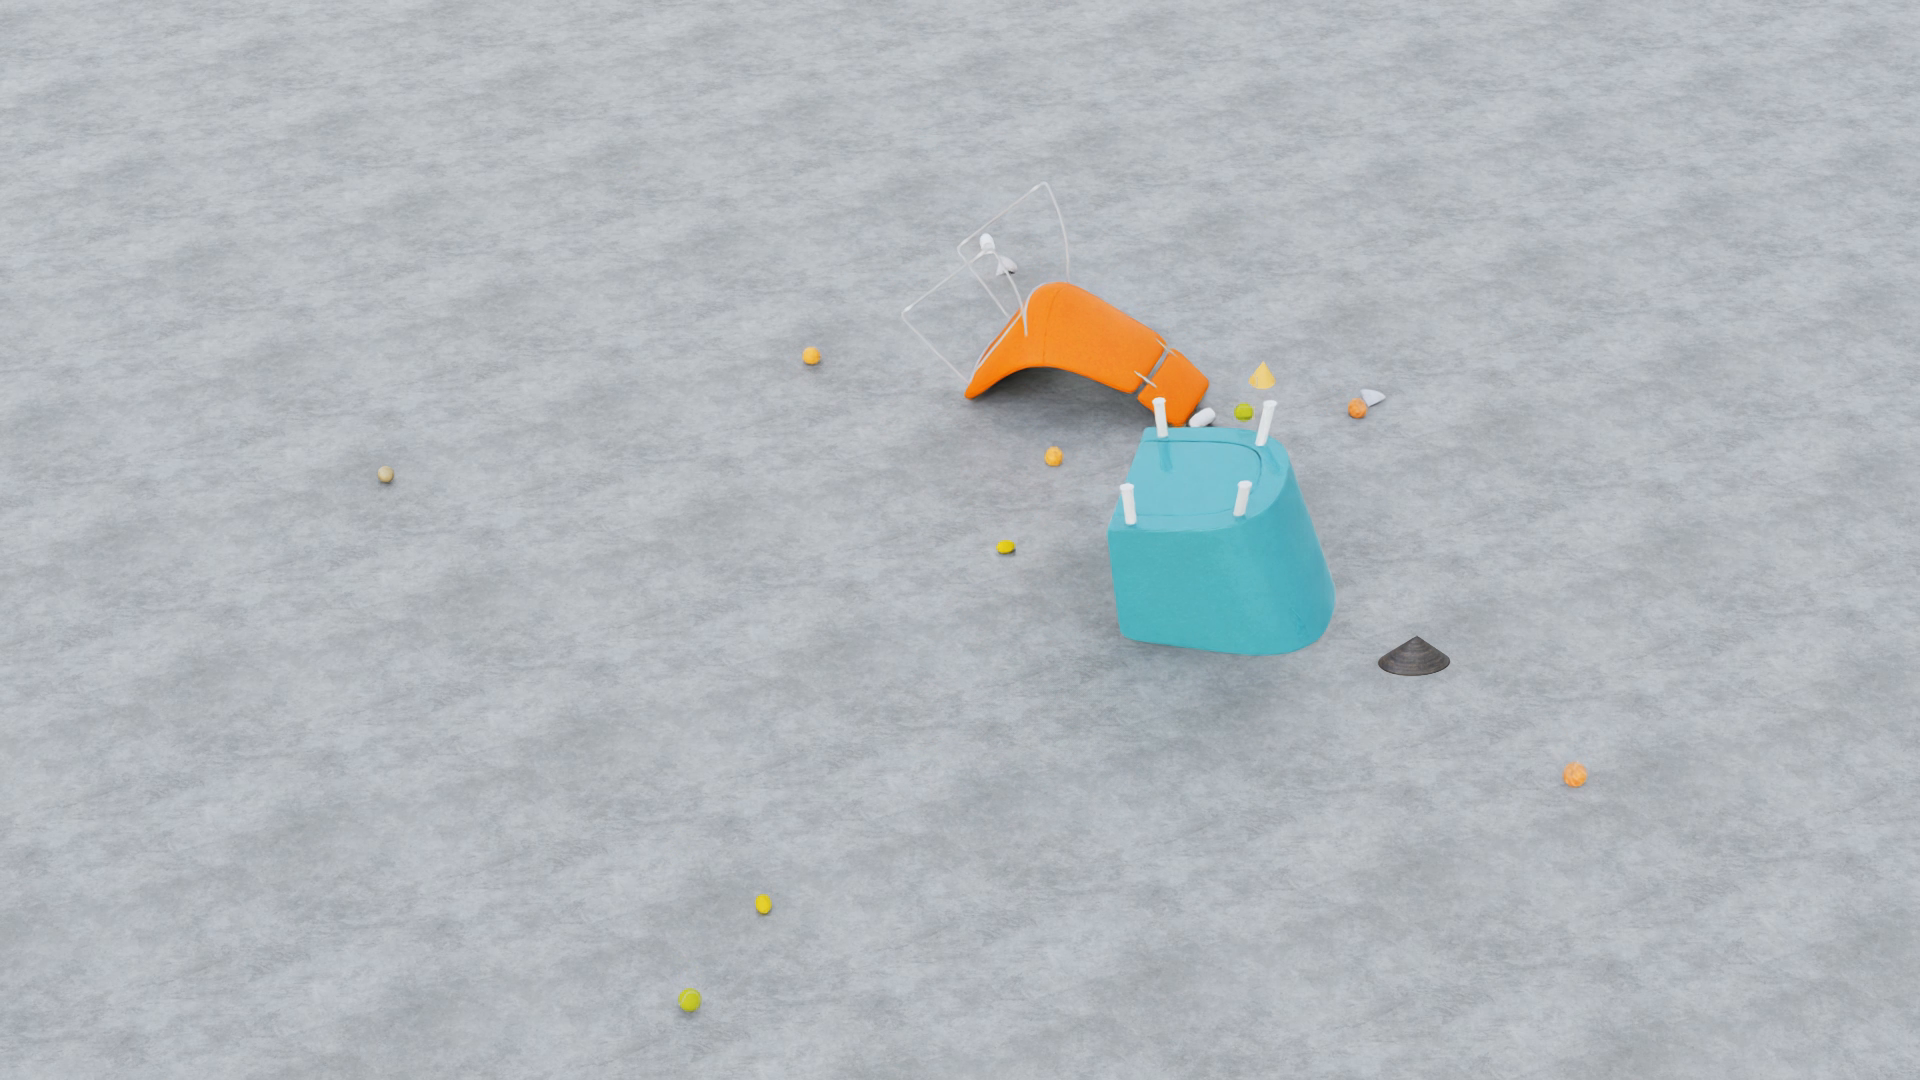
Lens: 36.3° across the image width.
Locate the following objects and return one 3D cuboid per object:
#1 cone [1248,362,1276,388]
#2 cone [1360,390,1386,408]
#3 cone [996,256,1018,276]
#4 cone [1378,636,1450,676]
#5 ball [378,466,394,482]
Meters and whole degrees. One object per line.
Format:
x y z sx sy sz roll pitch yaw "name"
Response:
1.229 -0.686 11.900 0.109 0.094 0.128 11 35 16 "cone"
1.649 -0.559 11.768 0.107 0.058 0.065 15 60 11 "cone"
0.182 -1.171 12.691 0.107 0.072 0.087 30 66 38 "cone"
1.594 0.381 10.263 0.258 0.114 0.164 -5 34 -8 "cone"
-2.207 -0.254 11.271 0.064 0.064 0.064 0 33 0 "ball"
